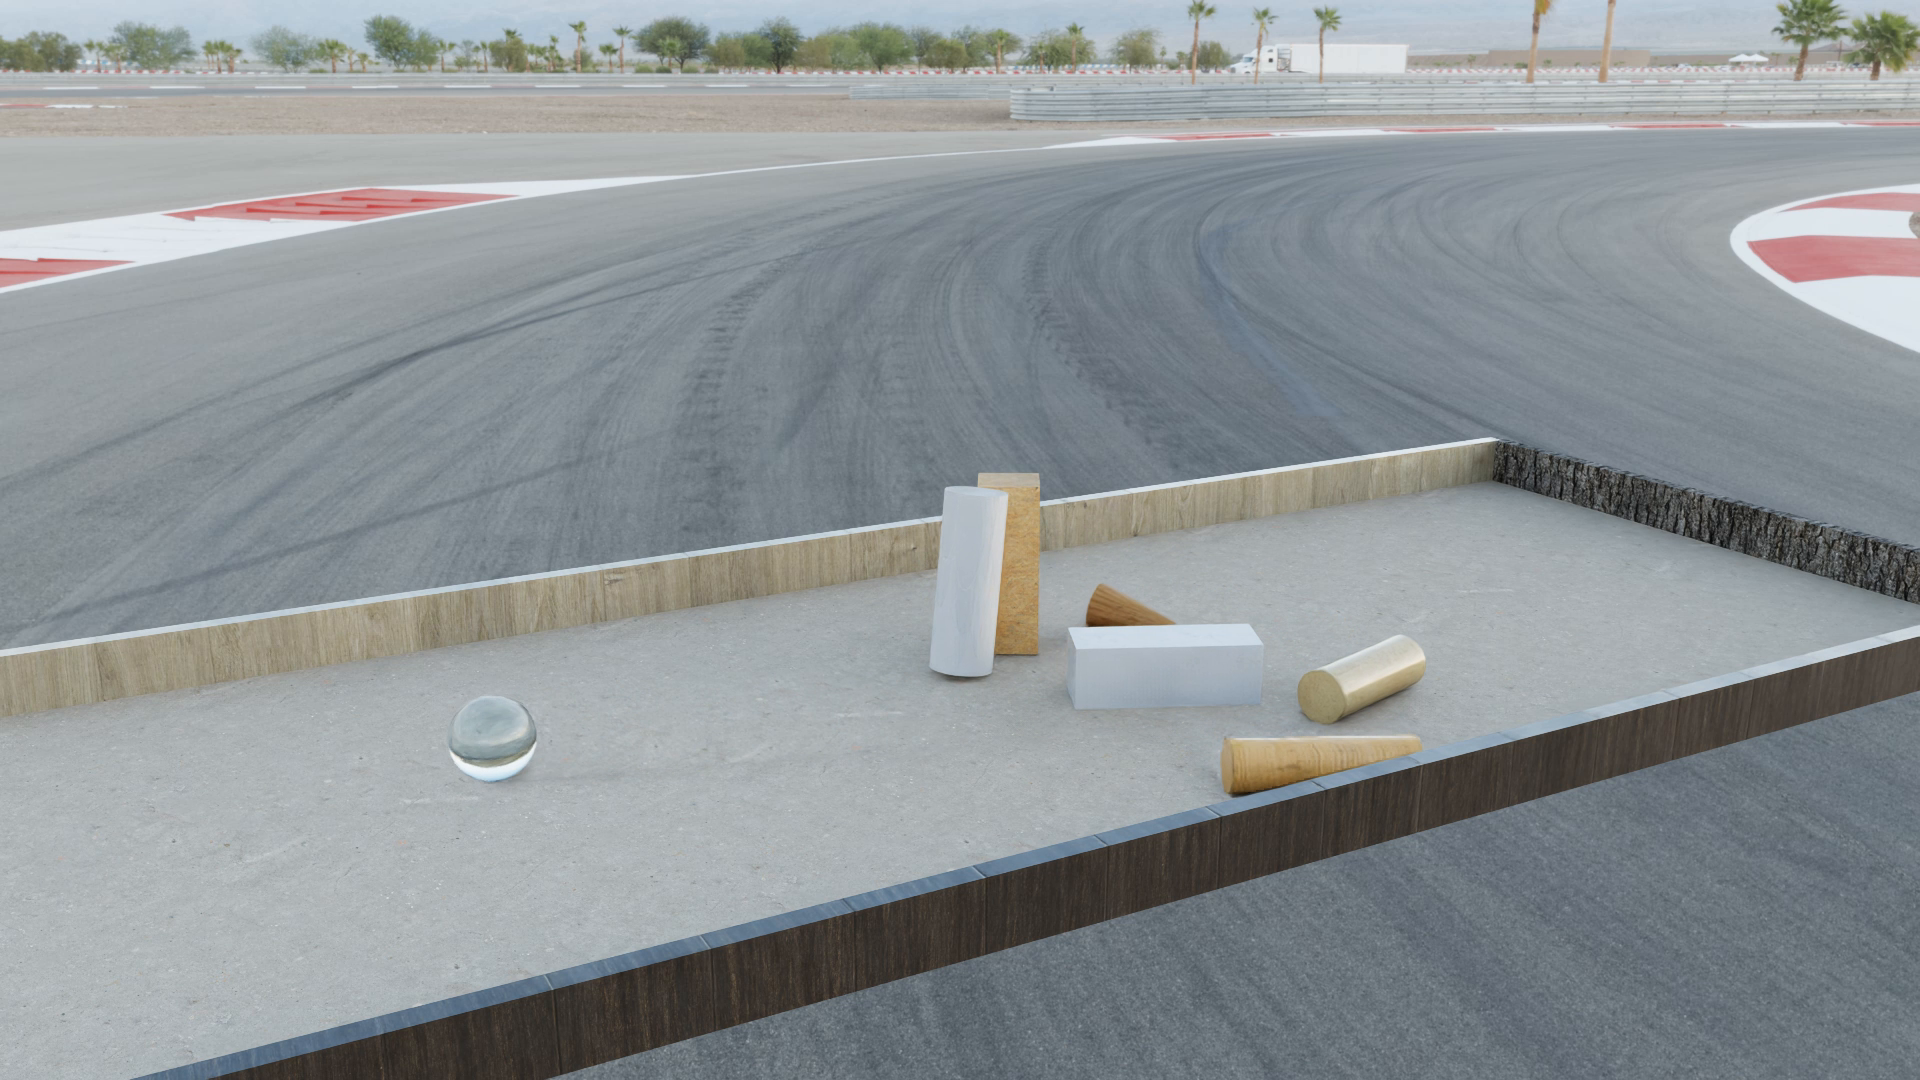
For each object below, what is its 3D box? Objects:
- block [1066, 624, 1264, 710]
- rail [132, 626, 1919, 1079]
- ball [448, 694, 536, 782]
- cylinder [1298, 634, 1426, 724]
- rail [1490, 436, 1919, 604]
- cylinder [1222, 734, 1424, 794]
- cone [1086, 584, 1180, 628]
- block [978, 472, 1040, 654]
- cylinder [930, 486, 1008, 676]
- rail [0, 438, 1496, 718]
[{"bbox_3d":[0.497,0.308,4.034,0.452,0.154,0.154,-1,16,-4],"label":"block"},{"bbox_3d":[-2.336,1.006,1.665,12.000,0.150,0.050,-9,18,-27],"label":"rail"},{"bbox_3d":[-1.011,0.428,3.566,0.186,0.186,0.186,0,16,0],"label":"ball"},{"bbox_3d":[0.974,0.334,3.987,0.356,0.130,0.130,-15,22,-42],"label":"cylinder"},{"bbox_3d":[2.466,-0.048,5.253,0.050,0.150,2.100,-9,18,-27],"label":"rail"},{"bbox_3d":[0.772,0.478,3.523,0.409,0.116,0.116,-1,16,-2],"label":"cylinder"},{"bbox_3d":[0.533,0.232,4.455,0.367,0.124,0.124,18,22,22],"label":"cone"},{"bbox_3d":[0.127,0.061,4.342,0.160,0.450,0.160,0,15,2],"label":"block"},{"bbox_3d":[0.022,0.102,4.163,0.161,0.457,0.161,5,9,-1],"label":"cylinder"},{"bbox_3d":[-3.305,0.497,3.399,12.000,0.150,0.050,-9,18,-27],"label":"rail"}]
